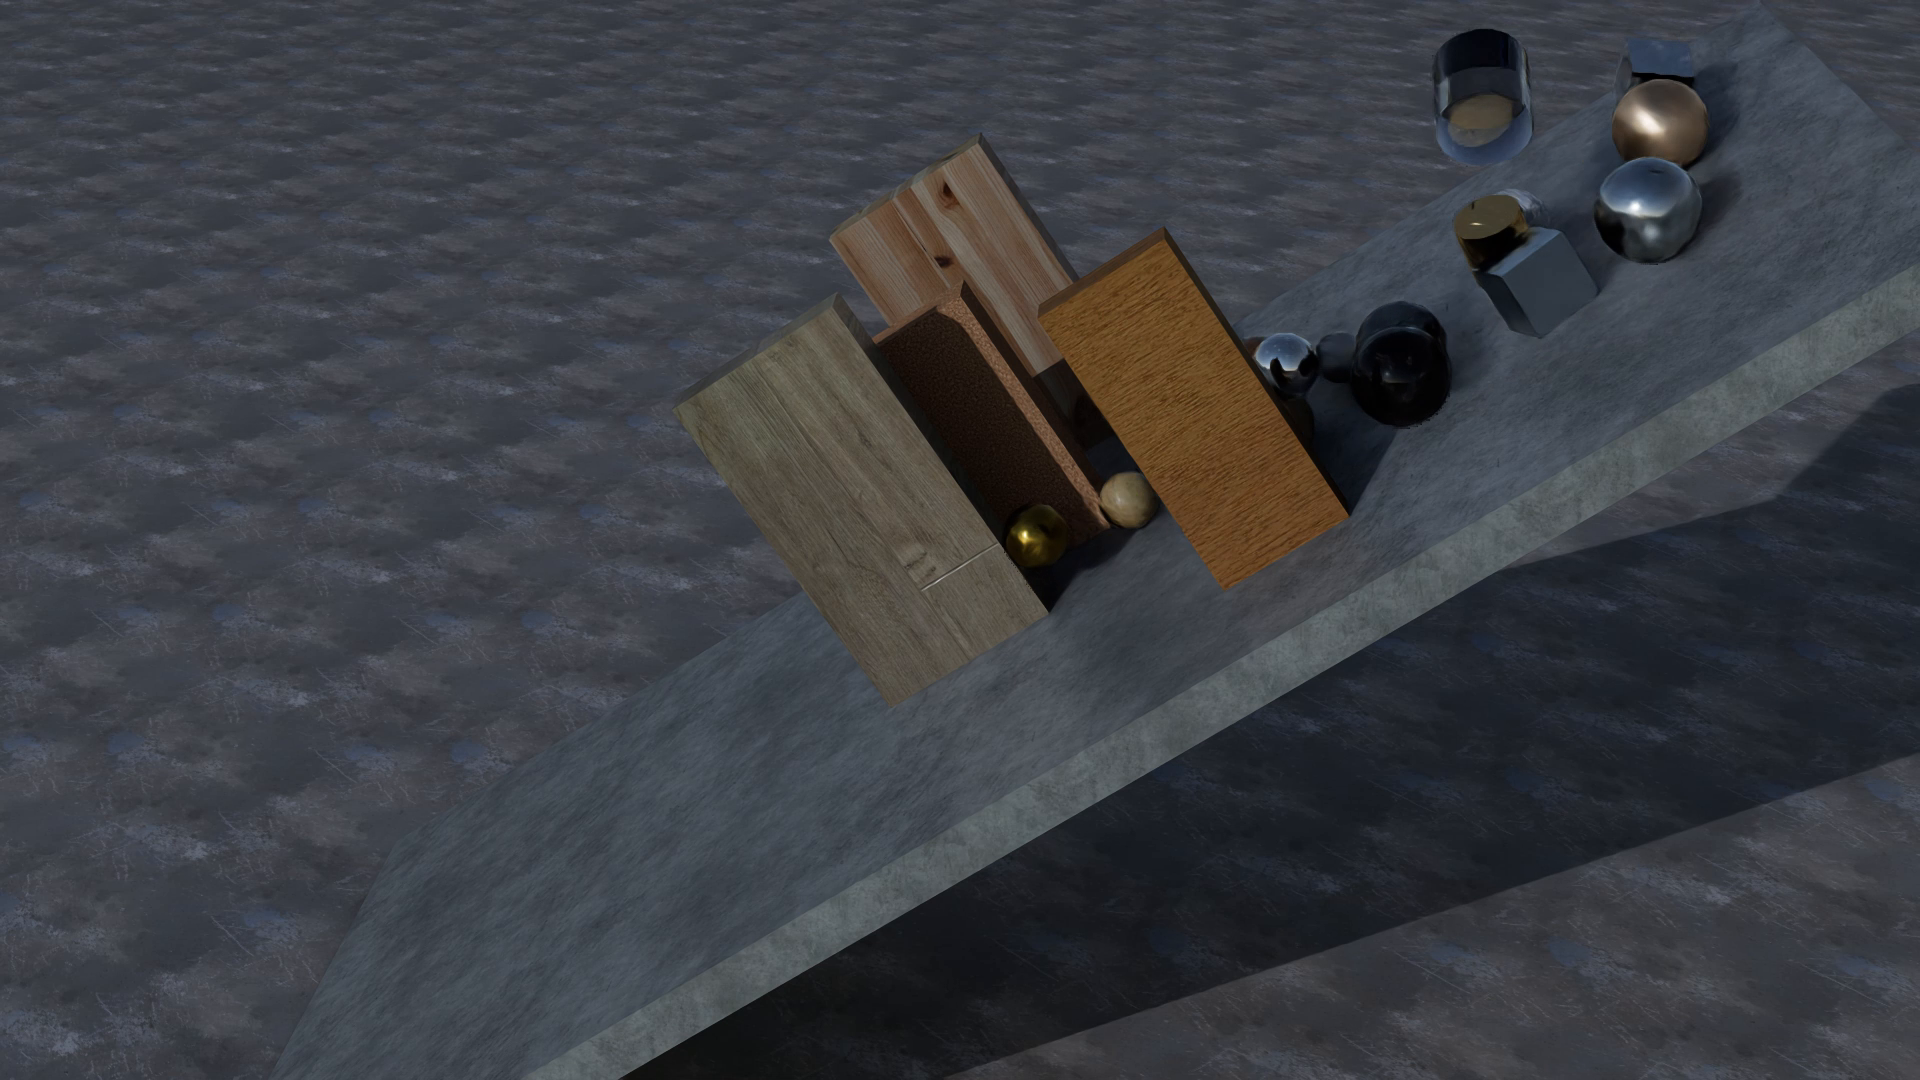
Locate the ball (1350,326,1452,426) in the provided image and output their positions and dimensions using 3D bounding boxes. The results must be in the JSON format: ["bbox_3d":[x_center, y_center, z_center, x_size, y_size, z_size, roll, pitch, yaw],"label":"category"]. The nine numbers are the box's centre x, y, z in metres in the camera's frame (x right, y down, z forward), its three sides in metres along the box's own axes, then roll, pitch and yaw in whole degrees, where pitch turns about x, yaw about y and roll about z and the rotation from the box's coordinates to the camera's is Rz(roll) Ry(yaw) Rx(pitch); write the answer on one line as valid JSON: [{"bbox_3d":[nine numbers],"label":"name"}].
[{"bbox_3d":[0.851,-0.316,5.675,0.195,0.195,0.195,0,21,0],"label":"ball"}]

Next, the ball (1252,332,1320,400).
[{"bbox_3d":[0.641,-0.343,5.804,0.134,0.134,0.134,0,21,0],"label":"ball"}]

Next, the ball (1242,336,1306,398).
[{"bbox_3d":[0.629,-0.327,6.174,0.200,0.200,0.200,0,21,0],"label":"ball"}]

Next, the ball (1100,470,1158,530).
[{"bbox_3d":[0.354,-0.083,6.175,0.124,0.124,0.124,0,21,0],"label":"ball"}]

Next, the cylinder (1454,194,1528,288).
[{"bbox_3d":[1.078,-0.596,5.901,0.138,0.138,0.138,-20,37,16],"label":"cylinder"}]

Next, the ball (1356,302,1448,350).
[{"bbox_3d":[0.877,-0.384,5.851,0.181,0.181,0.181,0,21,0],"label":"ball"}]

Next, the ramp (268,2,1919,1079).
[{"bbox_3d":[0.138,0.172,6.300,4.000,0.100,2.000,-32,16,14],"label":"ramp"}]

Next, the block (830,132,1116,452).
[{"bbox_3d":[0.083,-0.520,6.872,0.415,0.751,0.112,-32,16,14],"label":"block"}]

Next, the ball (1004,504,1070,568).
[{"bbox_3d":[0.156,-0.008,6.031,0.135,0.135,0.135,0,21,0],"label":"ball"}]

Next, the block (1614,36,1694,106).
[{"bbox_3d":[1.469,-0.969,6.231,0.130,0.130,0.130,5,43,1],"label":"block"}]

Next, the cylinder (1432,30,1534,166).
[{"bbox_3d":[1.056,-0.895,5.943,0.194,0.194,0.194,2,49,5],"label":"cylinder"}]

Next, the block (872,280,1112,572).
[{"bbox_3d":[-0.006,-0.187,6.343,0.433,0.603,0.128,-32,16,14],"label":"block"}]

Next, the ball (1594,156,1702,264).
[{"bbox_3d":[1.313,-0.630,5.614,0.202,0.202,0.202,0,21,0],"label":"ball"}]

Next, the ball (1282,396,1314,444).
[{"bbox_3d":[0.620,-0.227,5.919,0.185,0.185,0.185,0,21,0],"label":"ball"}]

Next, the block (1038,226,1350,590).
[{"bbox_3d":[0.437,-0.241,5.485,0.277,0.638,0.094,-32,16,14],"label":"block"}]

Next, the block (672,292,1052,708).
[{"bbox_3d":[-0.196,-0.076,6.071,0.399,0.784,0.114,-32,16,14],"label":"block"}]

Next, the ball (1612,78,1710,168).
[{"bbox_3d":[1.433,-0.845,6.019,0.195,0.195,0.195,0,21,0],"label":"ball"}]

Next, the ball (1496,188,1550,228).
[{"bbox_3d":[1.153,-0.656,6.134,0.152,0.152,0.152,0,21,0],"label":"ball"}]

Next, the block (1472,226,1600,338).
[{"bbox_3d":[1.125,-0.504,5.742,0.148,0.148,0.148,-37,15,-4],"label":"block"}]

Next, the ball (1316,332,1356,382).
[{"bbox_3d":[0.796,-0.383,6.162,0.108,0.108,0.108,0,21,0],"label":"ball"}]
